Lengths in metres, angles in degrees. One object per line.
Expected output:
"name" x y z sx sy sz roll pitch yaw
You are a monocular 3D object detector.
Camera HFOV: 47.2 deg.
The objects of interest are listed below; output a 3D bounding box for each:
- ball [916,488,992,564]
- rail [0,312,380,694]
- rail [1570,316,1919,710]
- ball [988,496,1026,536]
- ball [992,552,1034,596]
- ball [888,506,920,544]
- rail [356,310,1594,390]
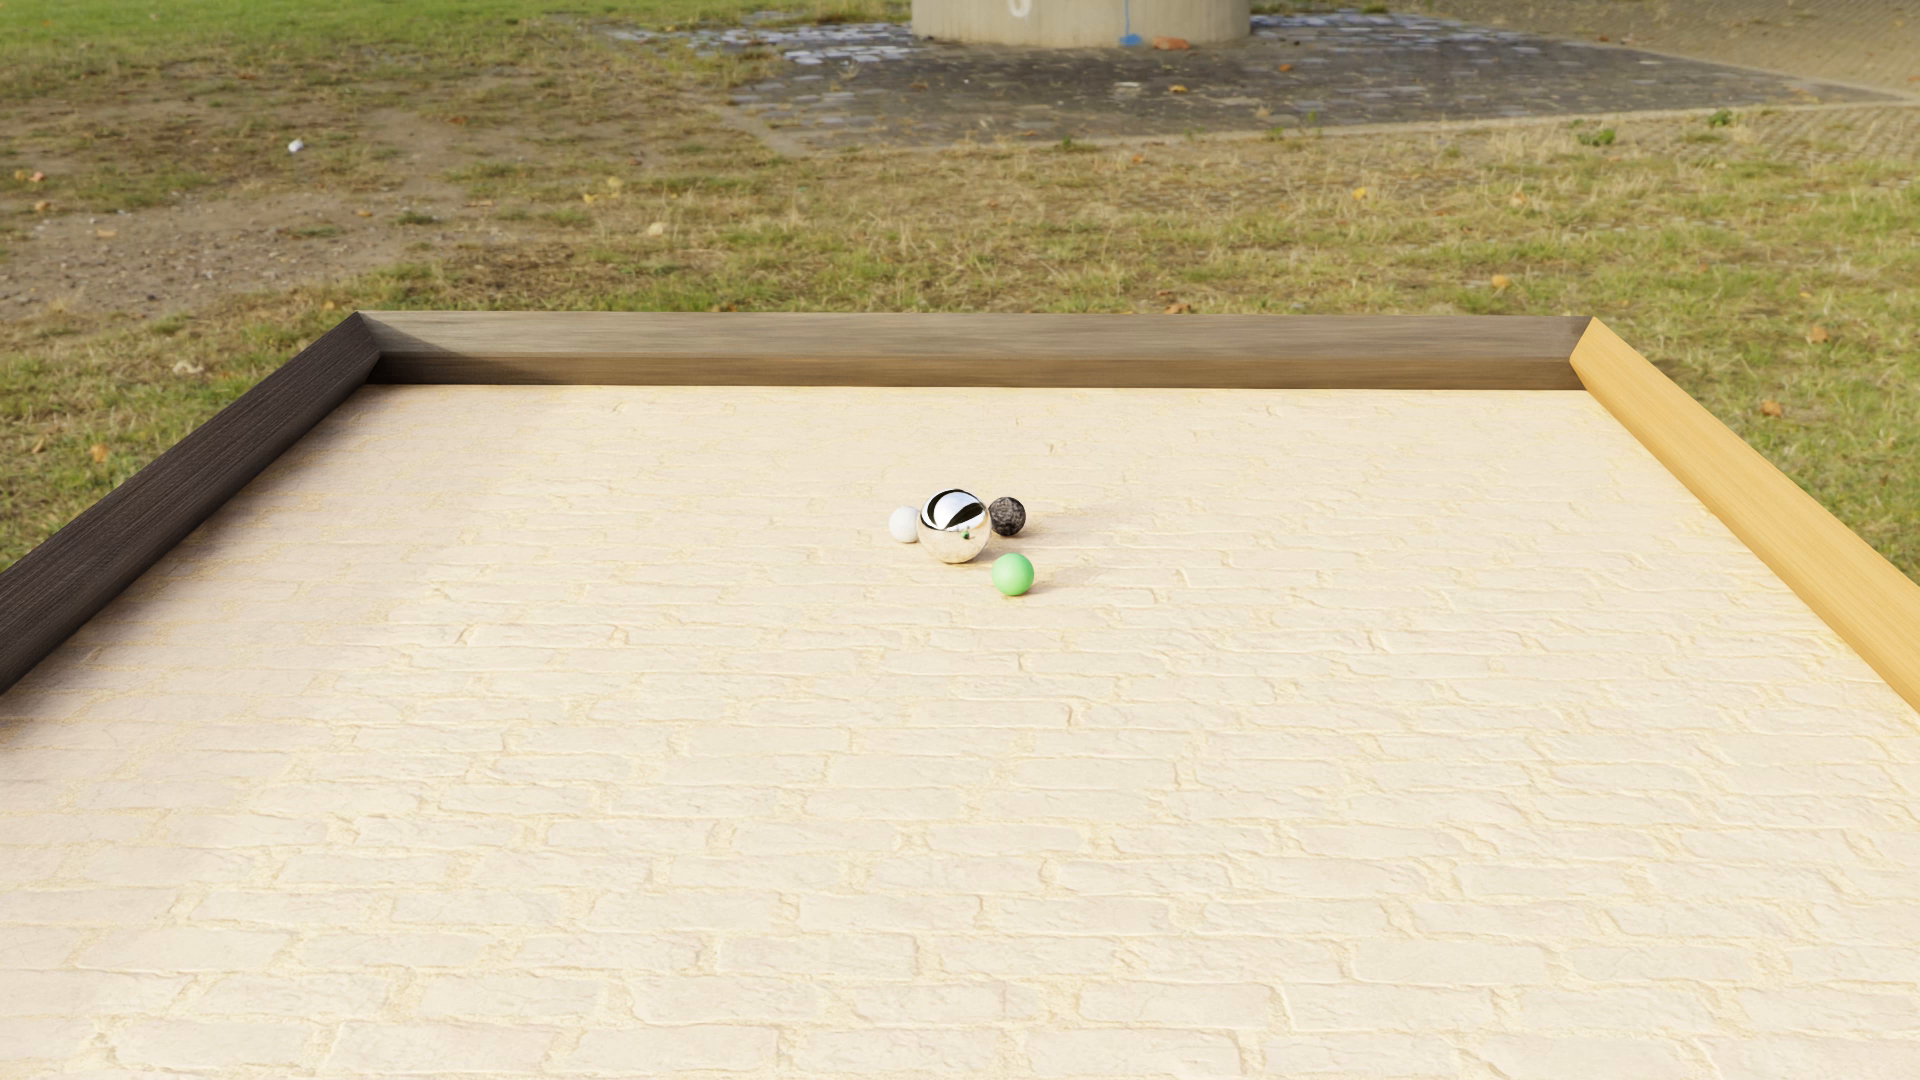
"ball" -0.007 -0.017 2.657 0.091 0.091 0.091 0 18 0
"rail" -0.972 0.237 1.823 0.045 0.118 3.538 0 18 1
"rail" 0.934 0.249 1.784 0.045 0.118 3.538 0 18 1
"ball" 0.058 -0.030 2.762 0.050 0.050 0.050 0 18 0
"ball" 0.061 0.040 2.547 0.050 0.050 0.050 0 18 0
"ball" -0.065 -0.019 2.735 0.047 0.047 0.047 0 18 0
"rail" 0.019 -0.294 3.463 1.954 0.118 0.045 0 18 1
